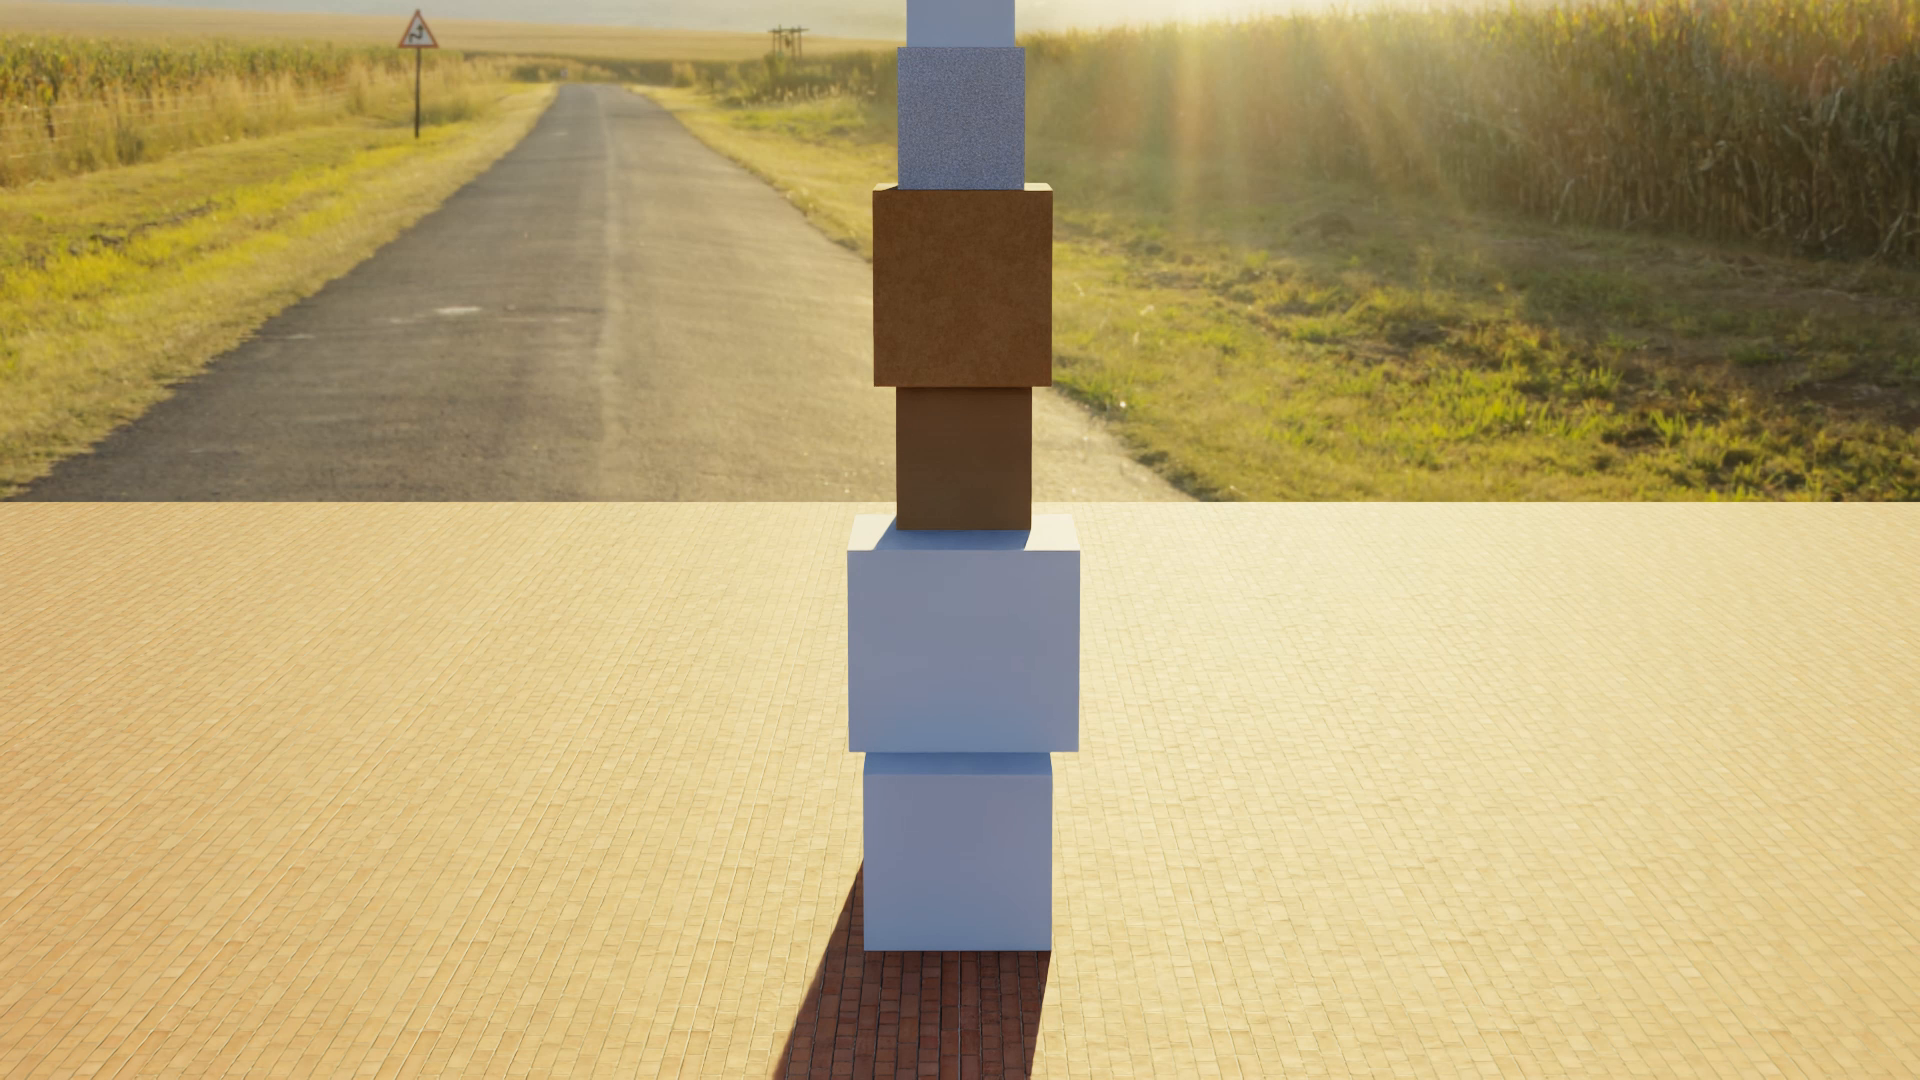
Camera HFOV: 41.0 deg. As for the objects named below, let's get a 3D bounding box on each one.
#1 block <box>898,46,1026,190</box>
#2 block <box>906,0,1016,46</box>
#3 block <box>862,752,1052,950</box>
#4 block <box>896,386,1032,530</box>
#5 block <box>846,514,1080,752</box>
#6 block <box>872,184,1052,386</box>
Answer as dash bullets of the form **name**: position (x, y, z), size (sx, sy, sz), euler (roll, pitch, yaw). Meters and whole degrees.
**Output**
- **block**: position (0.005, -1.789, 10.863), size (0.525, 0.580, 0.582), euler (0, 10, 0)
- **block**: position (0.003, -2.336, 10.766), size (0.448, 0.532, 0.449), euler (0, 10, 0)
- **block**: position (-0.009, 1.230, 10.737), size (0.763, 0.738, 0.806), euler (0, 10, 0)
- **block**: position (0.017, -0.395, 11.112), size (0.575, 0.626, 0.507), euler (0, 10, 0)
- **block**: position (0.015, 0.382, 10.960), size (0.952, 0.850, 0.872), euler (0, 10, 0)
- **block**: position (0.011, -1.103, 10.986), size (0.742, 0.813, 0.718), euler (0, 10, 0)
